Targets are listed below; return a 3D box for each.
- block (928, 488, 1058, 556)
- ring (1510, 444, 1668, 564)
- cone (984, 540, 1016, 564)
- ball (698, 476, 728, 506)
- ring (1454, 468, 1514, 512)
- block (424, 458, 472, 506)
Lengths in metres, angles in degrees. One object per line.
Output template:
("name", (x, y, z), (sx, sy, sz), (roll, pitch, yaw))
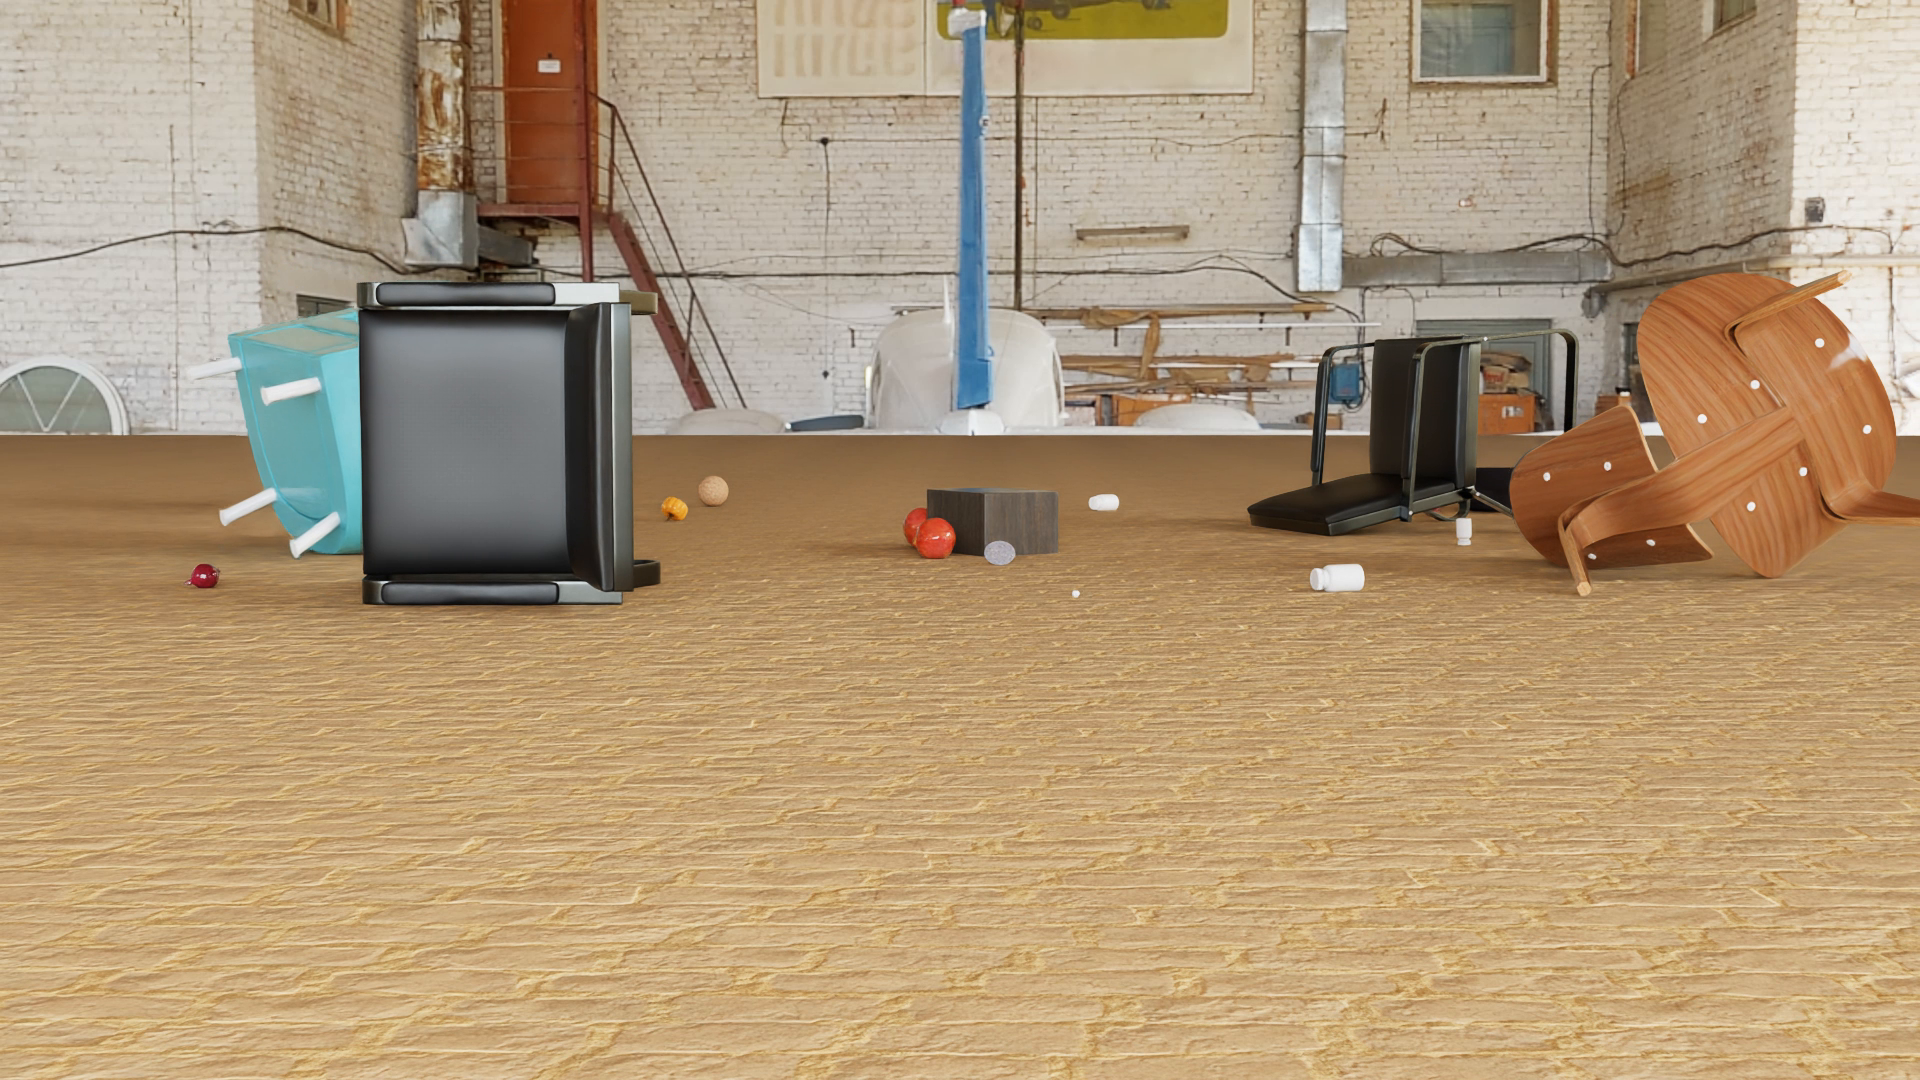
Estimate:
("block", (0.088, -0.052, 6.074), (0.238, 0.169, 0.301), (-2, 5, -31))
("ring", (1.591, -0.088, 5.565), (0.405, 0.165, 0.484), (18, -16, 31))
("cone", (0.105, 0.046, 5.658), (0.080, 0.067, 0.063), (7, -23, 9))
("ball", (-0.944, -0.187, 8.412), (0.118, 0.118, 0.118), (0, 4, 0))
("ring", (2.061, -0.188, 8.134), (0.463, 0.159, 0.459), (2, 3, 38))
("block", (-1.993, -0.229, 8.558), (0.146, 0.181, 0.180), (-2, 4, -22))
